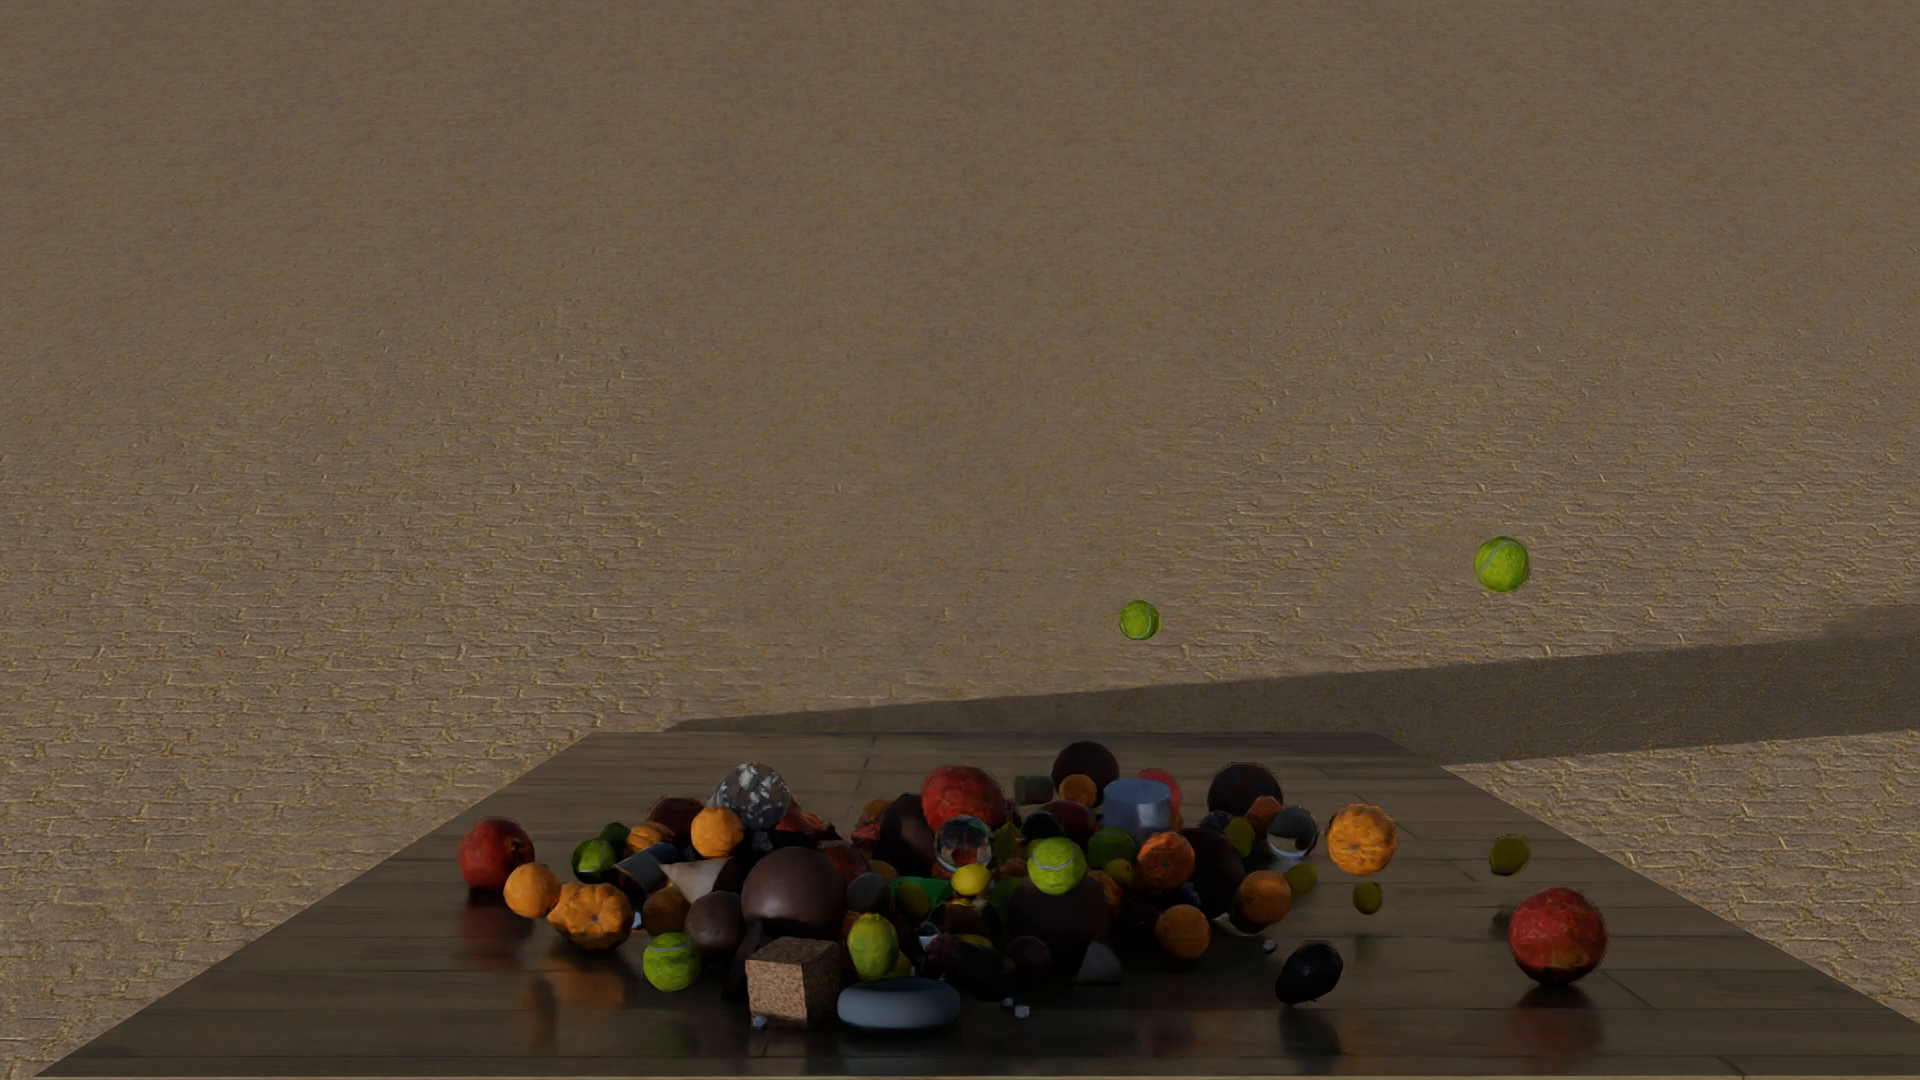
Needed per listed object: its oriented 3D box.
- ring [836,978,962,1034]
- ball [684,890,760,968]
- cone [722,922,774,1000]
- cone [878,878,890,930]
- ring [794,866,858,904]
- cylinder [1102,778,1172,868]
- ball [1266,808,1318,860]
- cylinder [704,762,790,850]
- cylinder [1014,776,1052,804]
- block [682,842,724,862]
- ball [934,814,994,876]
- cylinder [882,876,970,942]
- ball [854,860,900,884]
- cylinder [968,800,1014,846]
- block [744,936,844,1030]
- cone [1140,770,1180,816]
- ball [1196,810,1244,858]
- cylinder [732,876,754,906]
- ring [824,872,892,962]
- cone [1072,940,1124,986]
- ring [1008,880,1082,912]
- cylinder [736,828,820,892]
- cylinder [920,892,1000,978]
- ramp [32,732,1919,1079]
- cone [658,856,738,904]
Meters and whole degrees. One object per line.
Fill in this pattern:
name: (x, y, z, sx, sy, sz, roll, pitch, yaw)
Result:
ring: (-0.067, 0.515, 2.856, 0.139, 0.046, 0.139, -1, -1, 0)
ball: (-0.297, 0.485, 3.222, 0.096, 0.096, 0.096, 0, 28, 0)
cone: (-0.212, 0.513, 3.029, 0.100, 0.100, 0.100, 27, 26, -11)
cone: (-0.100, 0.496, 3.545, 0.066, 0.066, 0.066, 0, 1, 0)
ring: (-0.180, 0.505, 3.775, 0.131, 0.044, 0.131, -1, 1, 0)
cylinder: (0.241, 0.385, 3.527, 0.093, 0.093, 0.093, 0, 17, 0)
ball: (0.541, 0.479, 4.205, 0.083, 0.083, 0.083, 0, 28, 0)
cylinder: (-0.288, 0.360, 3.485, 0.093, 0.093, 0.093, 9, 63, -18)
cylinder: (0.139, 0.473, 4.886, 0.055, 0.055, 0.055, 1, 25, -23)
block: (-0.388, 0.488, 3.860, 0.054, 0.054, 0.054, -2, 63, -45)
ball: (0.006, 0.387, 3.279, 0.078, 0.078, 0.078, 0, 28, 0)
cylinder: (-0.042, 0.488, 3.397, 0.086, 0.086, 0.086, 0, 23, 36)
ball: (-0.118, 0.492, 3.693, 0.070, 0.070, 0.070, 0, 28, 0)
cylinder: (0.053, 0.479, 4.365, 0.077, 0.077, 0.077, 1, 28, -1)
block: (-0.183, 0.493, 2.875, 0.076, 0.076, 0.076, 1, 12, 30)
cone: (0.284, 0.394, 3.917, 0.077, 0.077, 0.077, -11, -11, -20)
ball: (0.426, 0.482, 4.234, 0.077, 0.077, 0.077, 0, 28, 0)
cylinder: (-0.315, 0.485, 3.499, 0.053, 0.053, 0.053, -13, 30, -24)
ring: (-0.129, 0.475, 3.255, 0.041, 0.123, 0.123, 27, 36, 18)
cone: (0.155, 0.521, 3.104, 0.058, 0.058, 0.058, -32, 41, -30)
ring: (0.122, 0.509, 3.699, 0.108, 0.036, 0.108, 0, -1, 0)
cylinder: (-0.242, 0.424, 3.421, 0.080, 0.080, 0.080, 12, 14, -42)
cylinder: (-0.002, 0.488, 3.187, 0.092, 0.092, 0.092, 5, 1, 8)
ramp: (0.063, 0.566, 4.605, 2.000, 0.100, 4.000, 0, 1, 0)
cone: (-0.350, 0.437, 3.344, 0.094, 0.094, 0.094, 20, 32, 13)
